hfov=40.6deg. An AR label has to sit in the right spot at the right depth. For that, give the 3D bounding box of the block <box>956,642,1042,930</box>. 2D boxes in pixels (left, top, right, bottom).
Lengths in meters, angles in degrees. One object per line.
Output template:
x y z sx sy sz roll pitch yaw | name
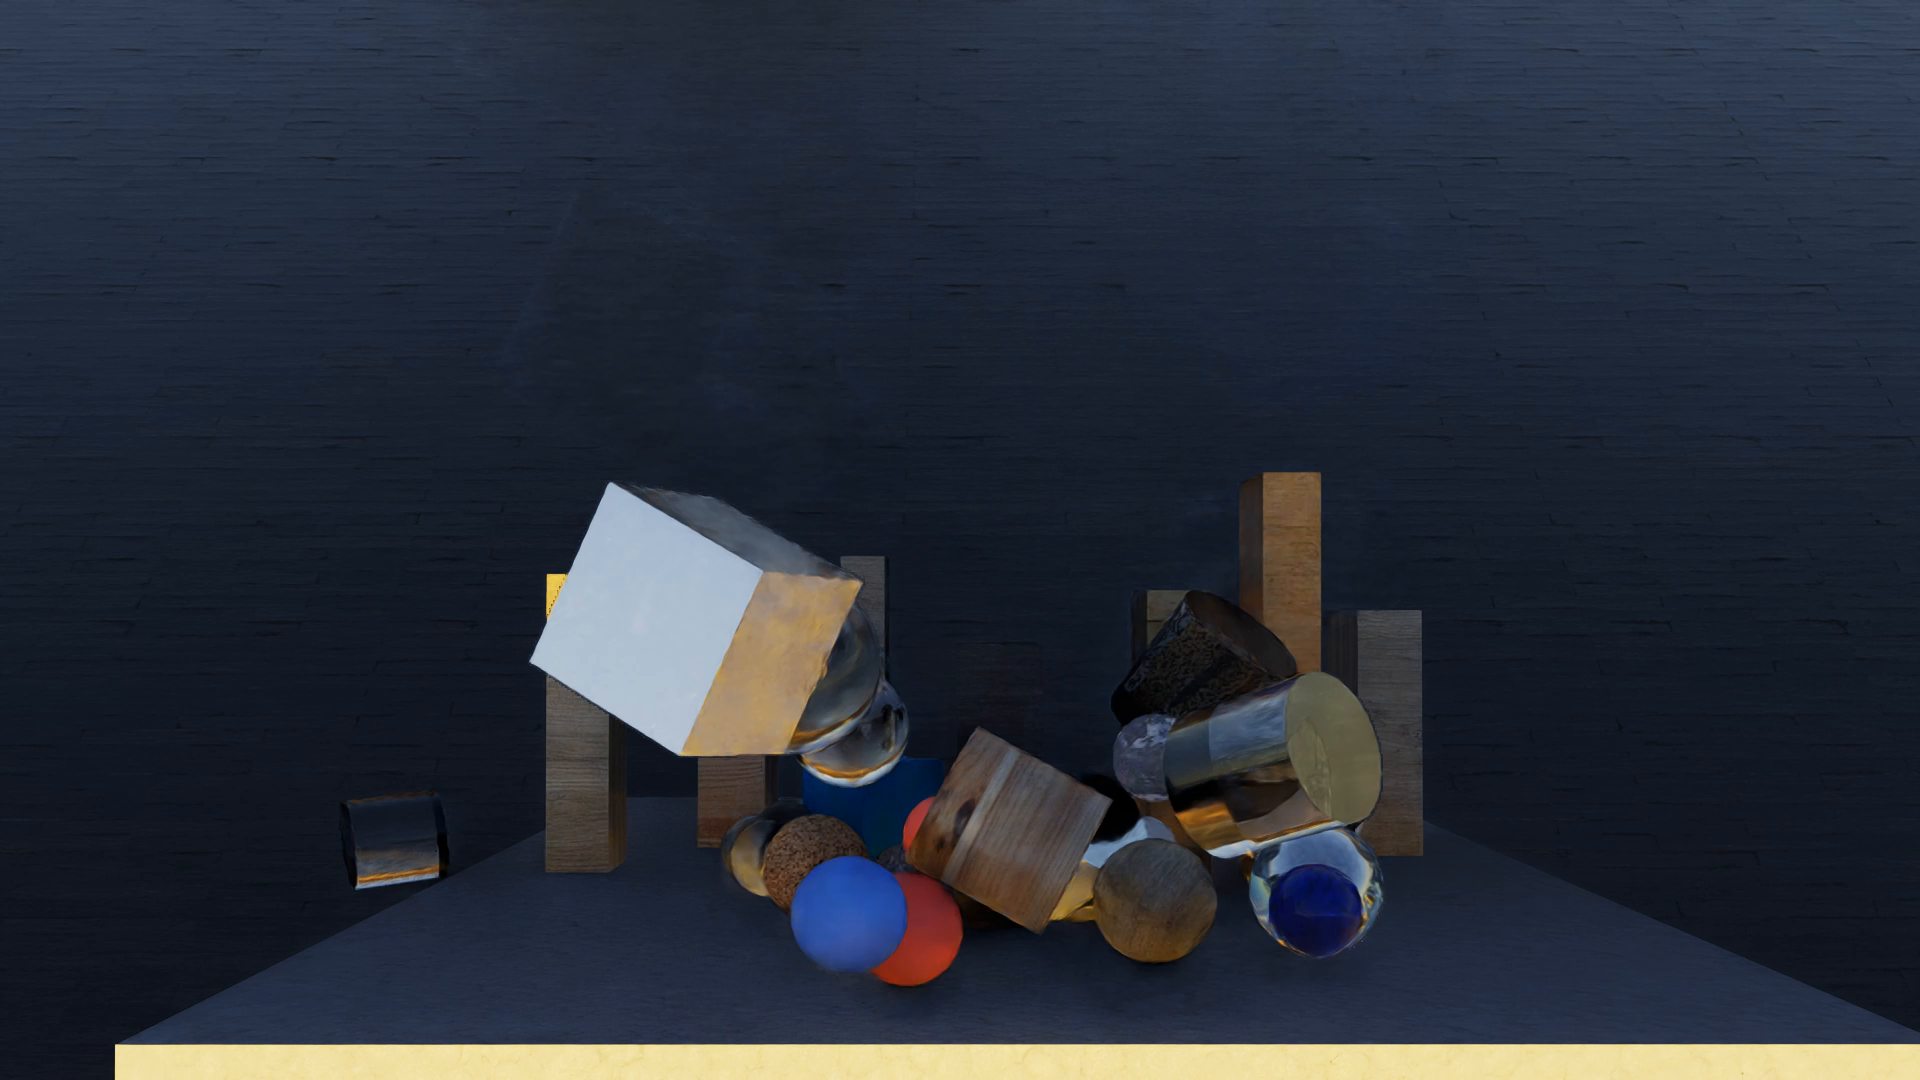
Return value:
0.059 0.378 4.120 0.131 0.427 0.424 0 -2 0 | block

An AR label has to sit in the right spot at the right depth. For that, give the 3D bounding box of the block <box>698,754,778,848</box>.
-0.469 0.427 5.528 0.136 0.418 0.407 0 -2 0 | block

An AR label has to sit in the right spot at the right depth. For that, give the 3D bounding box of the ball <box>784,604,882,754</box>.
-0.189 0.142 2.931 0.200 0.200 0.200 0 35 0 | ball

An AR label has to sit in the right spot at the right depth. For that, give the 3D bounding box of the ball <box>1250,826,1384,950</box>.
0.495 0.482 3.607 0.185 0.185 0.185 0 35 0 | ball

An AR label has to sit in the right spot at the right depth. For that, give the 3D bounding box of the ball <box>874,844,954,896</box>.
-0.075 0.518 3.881 0.132 0.132 0.132 0 35 0 | ball

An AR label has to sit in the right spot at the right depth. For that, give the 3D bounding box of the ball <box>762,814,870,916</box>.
-0.211 0.485 3.829 0.159 0.159 0.159 0 35 0 | ball

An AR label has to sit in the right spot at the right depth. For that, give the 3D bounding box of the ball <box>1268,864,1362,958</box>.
0.470 0.491 3.439 0.125 0.125 0.125 0 35 0 | ball

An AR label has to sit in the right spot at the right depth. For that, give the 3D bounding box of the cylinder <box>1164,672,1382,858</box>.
0.397 0.287 3.303 0.196 0.196 0.196 -23 17 40 | cylinder

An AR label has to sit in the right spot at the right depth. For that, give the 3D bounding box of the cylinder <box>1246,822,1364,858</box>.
0.567 0.488 4.338 0.156 0.156 0.156 31 40 1 | cylinder

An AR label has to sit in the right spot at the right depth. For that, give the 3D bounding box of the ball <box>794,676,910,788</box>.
-0.176 0.295 4.094 0.191 0.191 0.191 0 35 0 | ball

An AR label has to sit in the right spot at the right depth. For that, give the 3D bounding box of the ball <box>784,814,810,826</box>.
-0.245 0.526 4.309 0.142 0.142 0.142 0 35 0 | ball

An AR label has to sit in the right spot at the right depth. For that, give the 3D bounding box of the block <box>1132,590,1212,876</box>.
0.389 0.354 4.818 0.114 0.518 0.390 0 -2 0 | block

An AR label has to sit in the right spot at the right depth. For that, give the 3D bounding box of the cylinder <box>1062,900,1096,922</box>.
0.203 0.506 3.964 0.125 0.125 0.125 -7 71 -9 | cylinder

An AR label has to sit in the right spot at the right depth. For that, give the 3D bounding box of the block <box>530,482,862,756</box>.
-0.270 0.084 2.687 0.205 0.205 0.205 29 9 25 | block

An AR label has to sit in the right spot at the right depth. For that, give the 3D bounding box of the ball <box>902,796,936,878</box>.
-0.022 0.434 3.799 0.124 0.124 0.124 0 35 0 | ball

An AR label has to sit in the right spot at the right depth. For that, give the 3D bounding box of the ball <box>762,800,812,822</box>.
-0.327 0.554 4.907 0.123 0.123 0.123 0 35 0 | ball

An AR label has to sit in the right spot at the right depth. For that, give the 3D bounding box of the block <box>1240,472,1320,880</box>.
0.565 0.249 4.608 0.098 0.715 0.371 0 -2 0 | block

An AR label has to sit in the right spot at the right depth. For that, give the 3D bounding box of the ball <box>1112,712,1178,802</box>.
0.279 0.309 3.693 0.126 0.126 0.126 0 35 0 | ball

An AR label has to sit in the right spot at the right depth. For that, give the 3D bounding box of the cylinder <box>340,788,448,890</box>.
-1.030 0.544 4.727 0.164 0.164 0.164 -6 35 -22 | cylinder

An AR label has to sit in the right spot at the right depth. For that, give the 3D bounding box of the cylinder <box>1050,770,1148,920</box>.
0.155 0.437 3.716 0.160 0.160 0.160 22 47 -25 | cylinder

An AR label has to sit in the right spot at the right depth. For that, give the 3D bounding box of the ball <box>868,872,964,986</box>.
-0.068 0.493 3.297 0.144 0.144 0.144 0 35 0 | ball

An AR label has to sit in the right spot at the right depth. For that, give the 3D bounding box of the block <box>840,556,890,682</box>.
-0.206 0.339 5.660 0.094 0.601 0.346 0 -2 0 | block

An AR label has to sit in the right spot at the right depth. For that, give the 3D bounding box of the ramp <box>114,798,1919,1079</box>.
0.077 0.664 4.834 2.000 0.100 4.000 0 -2 0 | ramp

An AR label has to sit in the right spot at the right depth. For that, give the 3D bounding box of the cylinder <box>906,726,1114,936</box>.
0.064 0.373 3.336 0.197 0.197 0.197 28 40 6 | cylinder

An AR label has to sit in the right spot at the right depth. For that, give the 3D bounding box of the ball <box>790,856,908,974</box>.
-0.134 0.453 3.136 0.141 0.141 0.141 0 35 0 | ball

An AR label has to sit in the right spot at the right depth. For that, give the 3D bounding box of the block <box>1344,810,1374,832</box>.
0.568 0.429 4.205 0.121 0.121 0.121 -16 66 -25 | block

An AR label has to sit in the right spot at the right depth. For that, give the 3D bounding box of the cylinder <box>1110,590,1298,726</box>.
0.380 0.225 4.058 0.210 0.210 0.210 30 20 -12 | cylinder

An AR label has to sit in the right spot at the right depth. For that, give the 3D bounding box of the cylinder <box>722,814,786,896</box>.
-0.334 0.537 4.429 0.129 0.129 0.129 -9 0 -12 | cylinder

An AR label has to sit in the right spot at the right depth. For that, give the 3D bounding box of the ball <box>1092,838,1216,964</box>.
0.263 0.488 3.517 0.168 0.168 0.168 0 35 0 | ball

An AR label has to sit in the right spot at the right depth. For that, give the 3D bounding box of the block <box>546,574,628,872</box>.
-0.706 0.342 4.925 0.116 0.550 0.265 0 -2 0 | block

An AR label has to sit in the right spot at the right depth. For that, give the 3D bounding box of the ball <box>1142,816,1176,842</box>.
0.293 0.502 4.181 0.117 0.117 0.117 0 35 0 | ball

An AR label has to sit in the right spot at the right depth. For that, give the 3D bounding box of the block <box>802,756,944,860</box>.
-0.168 0.522 5.025 0.195 0.195 0.195 1 -2 -38 | block

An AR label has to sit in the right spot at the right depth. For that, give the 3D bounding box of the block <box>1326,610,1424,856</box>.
0.849 0.388 5.347 0.127 0.484 0.439 0 -2 0 | block
